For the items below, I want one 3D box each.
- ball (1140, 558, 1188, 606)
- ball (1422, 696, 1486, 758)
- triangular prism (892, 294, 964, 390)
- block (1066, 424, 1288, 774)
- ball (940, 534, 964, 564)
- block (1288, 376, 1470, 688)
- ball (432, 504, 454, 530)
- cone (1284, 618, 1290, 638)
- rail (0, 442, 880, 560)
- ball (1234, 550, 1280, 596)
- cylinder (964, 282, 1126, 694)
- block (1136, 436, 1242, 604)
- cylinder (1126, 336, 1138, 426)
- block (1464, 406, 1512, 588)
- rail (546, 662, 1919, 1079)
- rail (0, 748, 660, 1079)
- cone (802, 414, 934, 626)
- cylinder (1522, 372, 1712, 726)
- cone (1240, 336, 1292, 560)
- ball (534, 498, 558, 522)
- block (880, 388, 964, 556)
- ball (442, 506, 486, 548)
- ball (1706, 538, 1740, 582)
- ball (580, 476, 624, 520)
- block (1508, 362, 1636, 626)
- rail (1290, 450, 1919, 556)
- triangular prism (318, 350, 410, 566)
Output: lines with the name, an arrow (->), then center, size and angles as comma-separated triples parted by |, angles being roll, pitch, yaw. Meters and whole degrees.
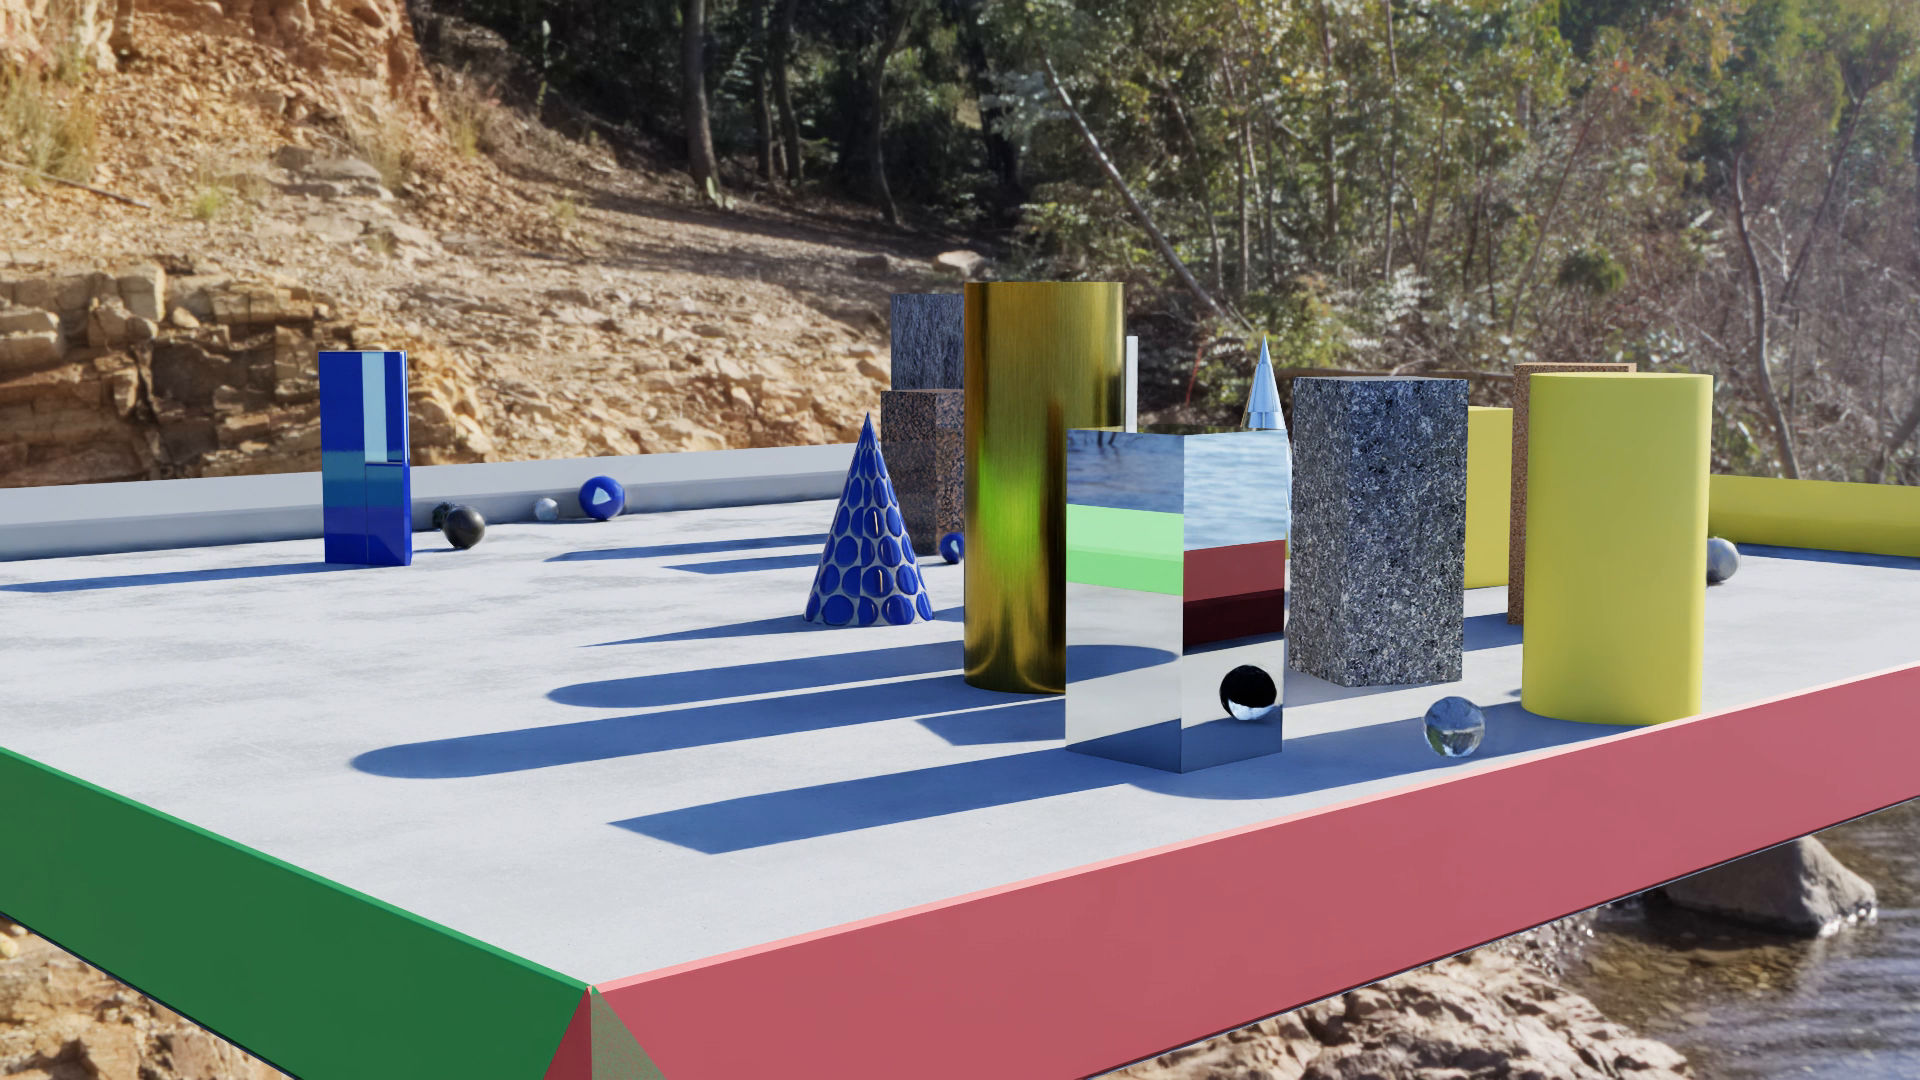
ball -> 0.309, 0.062, 3.316 | 0.072, 0.072, 0.072 | 0, 6, 0
ball -> 0.492, 0.186, 2.190 | 0.061, 0.061, 0.061 | 0, 6, 0
triangular prism -> -0.081, -0.255, 4.409 | 0.167, 0.474, 0.145 | -2, 6, -21
block -> 0.216, 0.052, 2.204 | 0.154, 0.325, 0.154 | -6, 8, -43
ball -> -0.010, 0.015, 3.863 | 0.052, 0.052, 0.052 | 0, 6, 0
block -> 0.506, -0.015, 2.672 | 0.154, 0.361, 0.154 | -2, 6, -17
ball -> -1.041, -0.046, 4.443 | 0.051, 0.051, 0.051 | 0, 6, 0
cone -> 0.538, -0.021, 2.980 | 0.193, 0.307, 0.193 | 0, 6, 0
rail -> -1.053, -0.087, 4.467 | 3.382, 0.125, 0.045 | -6, 8, -42
ball -> 0.462, 0.051, 3.422 | 0.071, 0.071, 0.071 | 0, 6, 0
cylinder -> 0.101, -0.067, 2.620 | 0.193, 0.475, 0.193 | 0, 6, 0
block -> 0.334, -0.035, 3.428 | 0.154, 0.242, 0.154 | 4, 7, 35
cylinder -> 0.138, -0.066, 2.930 | 0.193, 0.408, 0.193 | 0, 6, 0
block -> 0.801, -0.072, 3.581 | 0.154, 0.284, 0.154 | -4, 7, -31
rail -> 1.053, 0.152, 2.197 | 3.382, 0.125, 0.045 | -6, 8, -42
rail -> -1.225, 0.151, 2.207 | 0.045, 0.125, 3.154 | -6, 8, -42
cone -> -0.132, -0.037, 3.171 | 0.193, 0.299, 0.193 | 0, 6, 0
cylinder -> 0.726, 0.004, 2.436 | 0.193, 0.372, 0.193 | 0, 6, 0
cone -> 0.549, -0.174, 3.988 | 0.193, 0.401, 0.193 | 0, 6, 0
ball -> -0.866, -0.062, 4.607 | 0.049, 0.049, 0.049 | 0, 6, 0
block -> -0.038, -0.129, 4.072 | 0.154, 0.294, 0.154 | -5, 8, -42
ball -> -0.924, -0.023, 4.099 | 0.077, 0.077, 0.077 | 0, 6, 0
ball -> 1.236, 0.032, 3.596 | 0.073, 0.073, 0.073 | 0, 6, 0
ball -> -0.757, -0.089, 4.649 | 0.095, 0.095, 0.095 | 0, 6, 0
block -> 0.875, -0.067, 3.141 | 0.154, 0.366, 0.154 | 2, 6, 20
rail -> 1.225, -0.086, 4.457 | 0.045, 0.125, 3.154 | -6, 8, -42
triangular prism -> -1.018, -0.149, 3.895 | 0.167, 0.371, 0.145 | 2, 6, 17
